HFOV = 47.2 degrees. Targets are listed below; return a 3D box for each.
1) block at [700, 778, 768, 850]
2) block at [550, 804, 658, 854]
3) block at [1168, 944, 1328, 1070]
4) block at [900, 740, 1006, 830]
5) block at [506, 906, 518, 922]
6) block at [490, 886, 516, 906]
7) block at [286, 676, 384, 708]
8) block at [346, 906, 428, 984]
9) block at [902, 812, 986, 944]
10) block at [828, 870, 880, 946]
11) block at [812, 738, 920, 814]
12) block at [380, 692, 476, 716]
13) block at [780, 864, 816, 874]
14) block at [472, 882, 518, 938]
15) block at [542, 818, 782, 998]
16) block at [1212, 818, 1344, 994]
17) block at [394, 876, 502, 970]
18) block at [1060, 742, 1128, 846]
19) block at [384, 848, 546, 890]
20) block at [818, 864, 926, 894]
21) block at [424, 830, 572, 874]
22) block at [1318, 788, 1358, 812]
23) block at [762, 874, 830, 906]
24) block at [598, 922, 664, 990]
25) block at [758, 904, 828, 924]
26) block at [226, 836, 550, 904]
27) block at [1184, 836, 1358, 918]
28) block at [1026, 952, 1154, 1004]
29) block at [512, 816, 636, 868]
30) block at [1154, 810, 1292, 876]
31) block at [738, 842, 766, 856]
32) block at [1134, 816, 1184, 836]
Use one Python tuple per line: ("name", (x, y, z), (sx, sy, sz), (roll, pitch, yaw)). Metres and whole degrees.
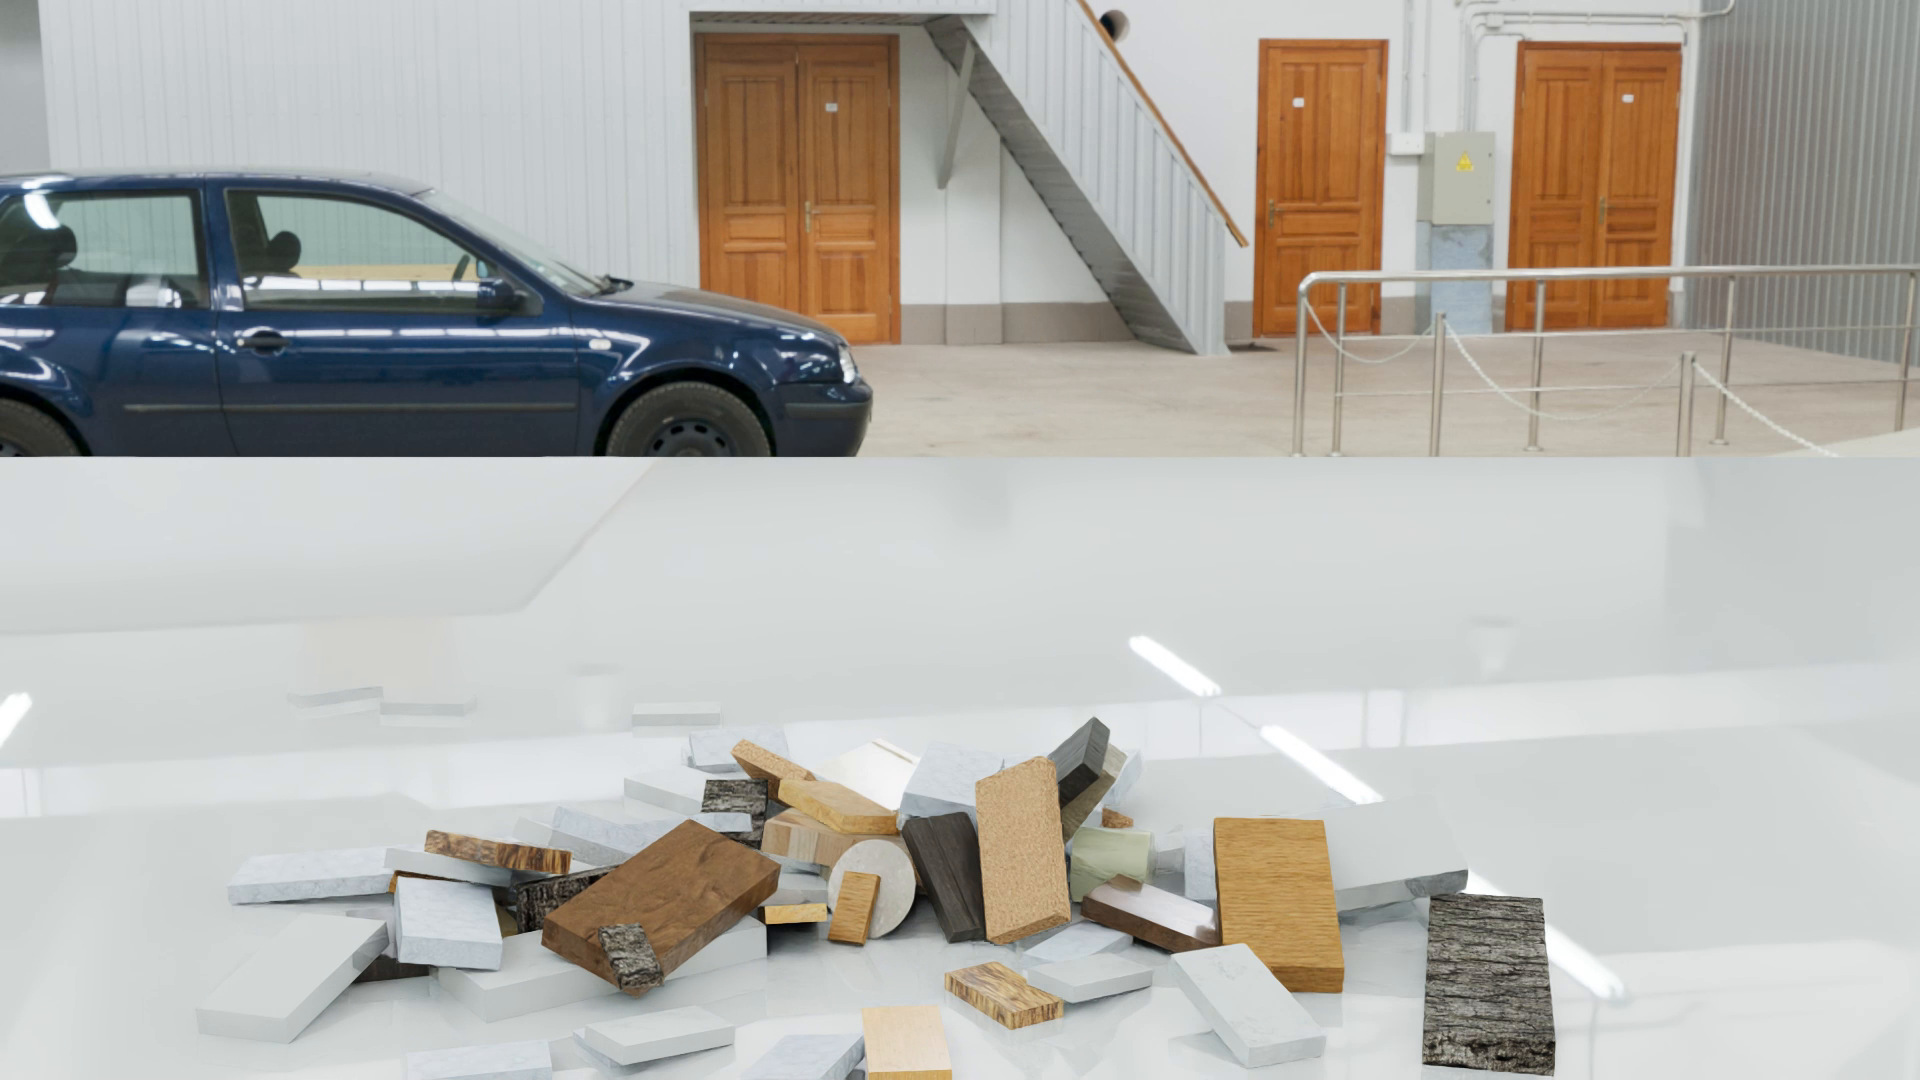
("block", (-0.408, 0.498, 3.957), (0.114, 0.032, 0.228), (0, 22, -2))
("block", (-0.547, 0.502, 3.666), (0.257, 0.036, 0.128), (21, -9, -15))
("block", (0.403, 0.654, 3.100), (0.120, 0.034, 0.240), (-4, 23, -21))
("block", (-0.010, 0.416, 3.761), (0.135, 0.038, 0.269), (11, 15, 7))
("block", (-0.601, 0.595, 3.552), (0.116, 0.033, 0.232), (10, 15, 43))
("block", (-0.767, 0.579, 3.627), (0.112, 0.016, 0.056), (0, 34, -1))
("block", (-1.403, 0.342, 4.933), (0.189, 0.027, 0.095), (-7, 13, -34))
("block", (-0.888, 0.623, 3.403), (0.116, 0.033, 0.232), (-3, 11, -16))
("block", (-0.004, 0.538, 3.520), (0.110, 0.031, 0.220), (-5, 48, -26))
("block", (-0.166, 0.580, 3.461), (0.057, 0.113, 0.016), (4, -30, 19))
("block", (-0.142, 0.460, 4.120), (0.161, 0.046, 0.322), (-23, 19, -24))
("block", (-1.168, 0.360, 4.835), (0.186, 0.026, 0.093), (1, 11, 4))
("block", (-0.303, 0.571, 3.720), (0.131, 0.018, 0.065), (8, 13, 35))
("block", (-0.784, 0.591, 3.472), (0.113, 0.032, 0.226), (7, 8, -36))
("block", (-0.448, 0.552, 3.339), (0.179, 0.051, 0.358), (23, 28, 22))
("block", (0.486, 0.557, 3.386), (0.175, 0.049, 0.349), (1, 31, 3))
("block", (-0.771, 0.573, 3.302), (0.142, 0.040, 0.284), (8, 6, -17))
("block", (0.173, 0.469, 3.647), (0.039, 0.275, 0.137), (37, 15, 3))
("block", (-0.790, 0.528, 3.510), (0.226, 0.032, 0.113), (5, -12, 18))
("block", (-0.130, 0.561, 3.655), (0.187, 0.027, 0.094), (7, 5, -24))
("block", (-0.732, 0.493, 3.476), (0.128, 0.036, 0.257), (14, -10, -36))
("block", (0.684, 0.506, 3.666), (0.198, 0.099, 0.028), (27, -22, 13))
("block", (-0.265, 0.572, 3.597), (0.187, 0.027, 0.094), (6, 5, -26))
("block", (-0.473, 0.597, 3.159), (0.062, 0.017, 0.123), (-2, 29, -26))
("block", (-0.264, 0.586, 3.448), (0.094, 0.027, 0.187), (-2, -9, -9))
("block", (-0.939, 0.546, 3.658), (0.525, 0.033, 0.116), (-4, 16, 1))
("block", (0.506, 0.550, 3.591), (0.275, 0.039, 0.137), (0, 40, 6))
("block", (0.193, 0.643, 3.238), (0.090, 0.025, 0.179), (13, 9, 44))
("block", (-0.595, 0.517, 3.620), (0.257, 0.036, 0.128), (25, -11, -35))
("block", (0.437, 0.518, 3.747), (0.275, 0.039, 0.137), (-12, 3, 3))
("block", (-0.402, 0.524, 3.734), (0.065, 0.018, 0.131), (-12, -29, 42))
("block", (0.350, 0.527, 3.958), (0.063, 0.018, 0.125), (5, 12, 26))
